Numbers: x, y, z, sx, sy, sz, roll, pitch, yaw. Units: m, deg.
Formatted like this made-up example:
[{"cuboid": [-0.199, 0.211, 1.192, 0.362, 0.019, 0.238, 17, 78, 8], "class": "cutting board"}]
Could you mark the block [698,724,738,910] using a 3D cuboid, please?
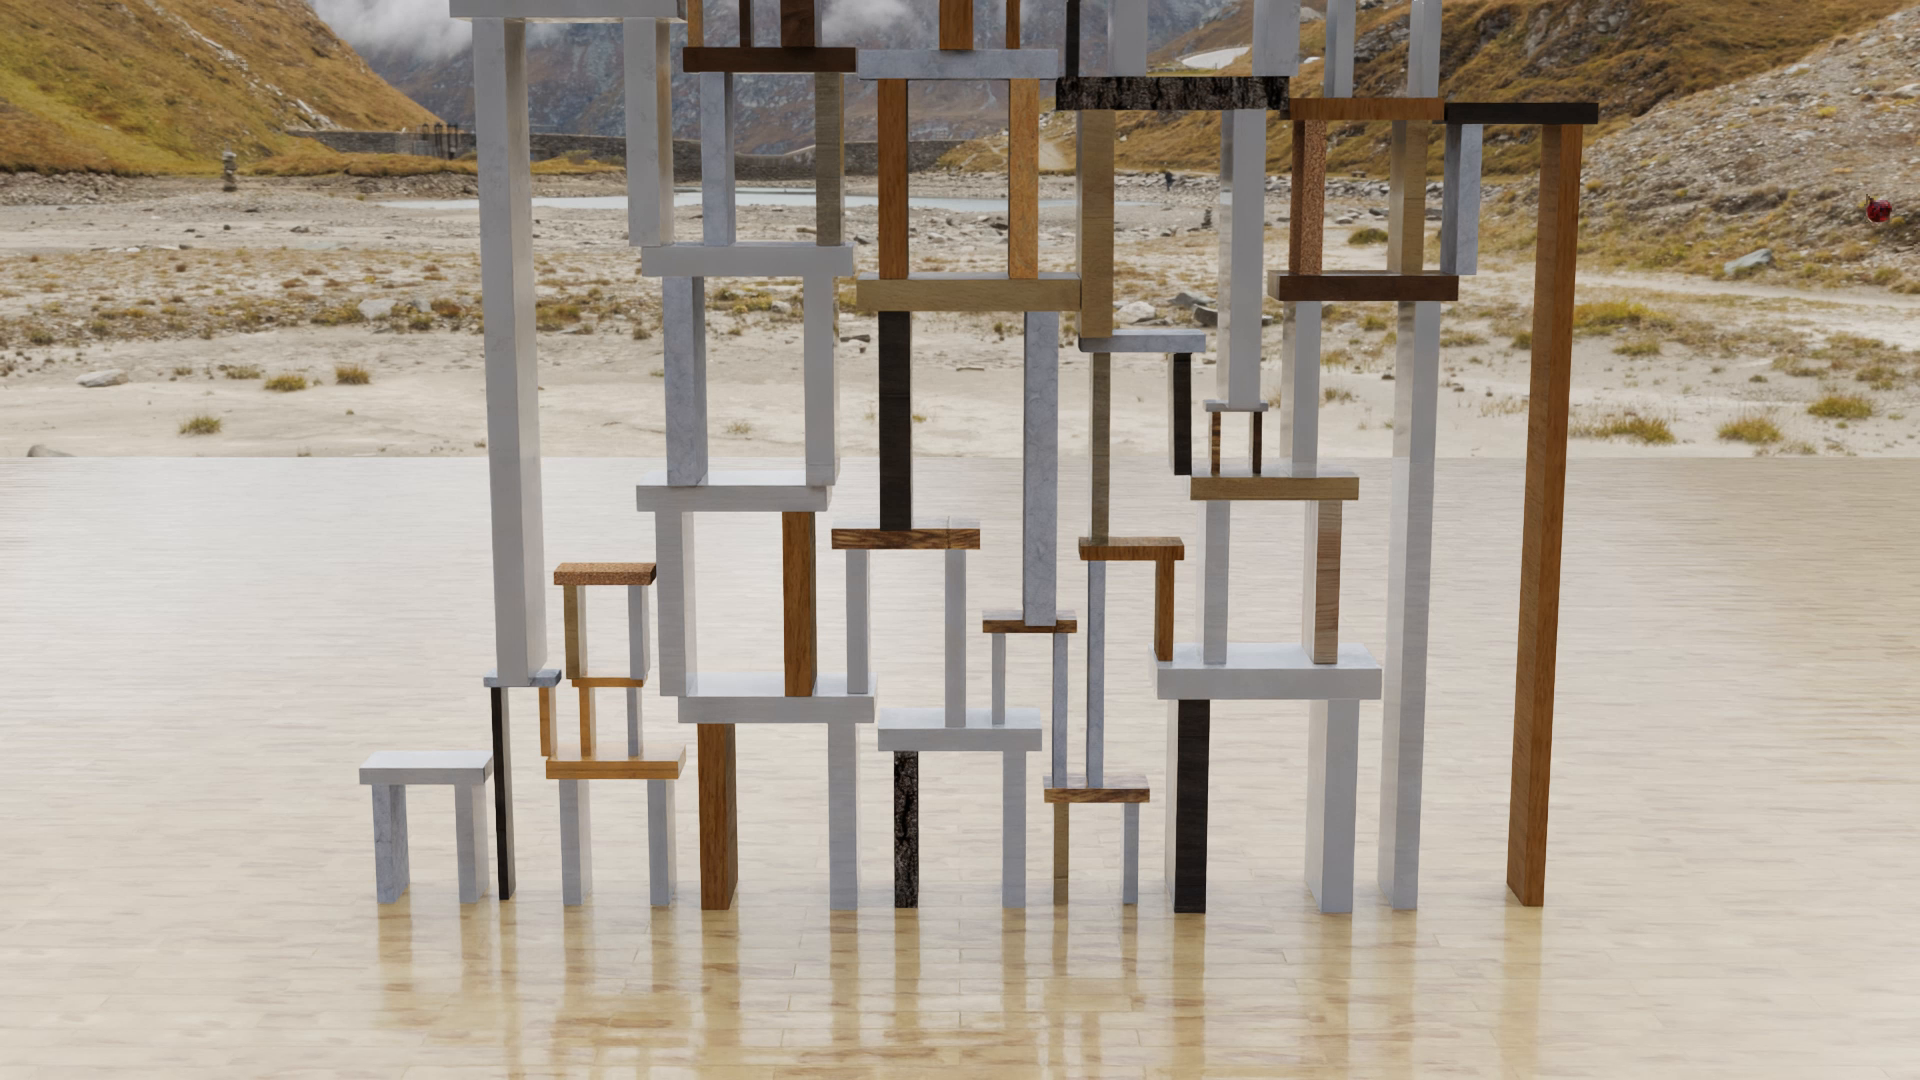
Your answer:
[{"cuboid": [-0.400, 0.435, 3.640, 0.045, 0.315, 0.158, 0, 11, 0], "class": "block"}]

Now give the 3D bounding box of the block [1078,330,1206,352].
[{"cuboid": [0.288, -0.317, 3.504, 0.195, 0.028, 0.098, 0, 11, 0], "class": "block"}]

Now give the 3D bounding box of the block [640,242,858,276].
[{"cuboid": [-0.328, -0.444, 3.473, 0.327, 0.046, 0.163, 0, 11, 0], "class": "block"}]

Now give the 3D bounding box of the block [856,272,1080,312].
[{"cuboid": [0.013, -0.394, 3.488, 0.346, 0.049, 0.173, 0, 11, 0], "class": "block"}]

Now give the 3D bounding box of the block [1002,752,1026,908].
[{"cuboid": [0.089, 0.460, 3.643, 0.038, 0.266, 0.133, 0, 11, 0], "class": "block"}]

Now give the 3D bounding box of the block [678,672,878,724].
[{"cuboid": [-0.295, 0.258, 3.607, 0.315, 0.045, 0.158, 0, 11, 0], "class": "block"}]

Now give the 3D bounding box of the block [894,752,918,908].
[{"cuboid": [-0.089, 0.460, 3.643, 0.038, 0.266, 0.133, 0, 11, 0], "class": "block"}]

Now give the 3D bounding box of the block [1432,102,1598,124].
[{"cuboid": [0.864, -0.665, 3.432, 0.230, 0.033, 0.115, 0, 11, 0], "class": "block"}]

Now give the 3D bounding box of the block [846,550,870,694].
[{"cuboid": [-0.165, 0.121, 3.579, 0.034, 0.237, 0.118, 0, 11, 0], "class": "block"}]

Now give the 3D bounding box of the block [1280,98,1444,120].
[{"cuboid": [0.626, -0.673, 3.438, 0.237, 0.034, 0.118, 0, 11, 0], "class": "block"}]

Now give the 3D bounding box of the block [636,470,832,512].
[{"cuboid": [-0.360, -0.079, 3.541, 0.301, 0.043, 0.150, 0, 11, 0], "class": "block"}]

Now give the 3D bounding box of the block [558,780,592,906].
[{"cuboid": [-0.637, 0.485, 3.646, 0.030, 0.215, 0.108, 0, 11, 0], "class": "block"}]

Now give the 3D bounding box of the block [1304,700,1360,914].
[{"cuboid": [0.613, 0.414, 3.633, 0.051, 0.358, 0.179, 0, 11, 0], "class": "block"}]

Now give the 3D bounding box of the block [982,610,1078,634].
[{"cuboid": [0.113, 0.132, 3.581, 0.152, 0.022, 0.076, 0, 11, 0], "class": "block"}]

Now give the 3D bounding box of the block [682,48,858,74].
[{"cuboid": [-0.291, -0.746, 3.422, 0.264, 0.037, 0.132, 0, 11, 0], "class": "block"}]

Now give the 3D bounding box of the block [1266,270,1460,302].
[{"cuboid": [0.635, -0.403, 3.480, 0.278, 0.039, 0.139, 0, 11, 0], "class": "block"}]

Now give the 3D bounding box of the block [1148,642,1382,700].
[{"cuboid": [0.494, 0.213, 3.596, 0.358, 0.051, 0.179, 0, 11, 0], "class": "block"}]

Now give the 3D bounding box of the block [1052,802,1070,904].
[{"cuboid": [0.166, 0.506, 3.650, 0.024, 0.172, 0.086, 0, 11, 0], "class": "block"}]

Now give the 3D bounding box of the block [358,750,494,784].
[{"cuboid": [-0.878, 0.376, 3.634, 0.203, 0.029, 0.101, 0, 11, 0], "class": "block"}]

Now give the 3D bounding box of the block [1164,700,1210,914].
[{"cuboid": [0.374, 0.414, 3.633, 0.051, 0.358, 0.179, 0, 11, 0], "class": "block"}]

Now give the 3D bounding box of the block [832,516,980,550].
[{"cuboid": [-0.086, -0.012, 3.554, 0.237, 0.034, 0.118, 0, 11, 0], "class": "block"}]

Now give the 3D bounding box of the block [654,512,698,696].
[{"cuboid": [-0.460, 0.089, 3.572, 0.043, 0.301, 0.150, 0, 11, 0], "class": "block"}]

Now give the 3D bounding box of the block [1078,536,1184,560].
[{"cuboid": [0.277, 0.014, 3.560, 0.166, 0.023, 0.083, 0, 11, 0], "class": "block"}]

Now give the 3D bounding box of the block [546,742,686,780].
[{"cuboid": [-0.565, 0.364, 3.624, 0.215, 0.030, 0.108, 0, 11, 0], "class": "block"}]

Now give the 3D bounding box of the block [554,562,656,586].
[{"cuboid": [-0.574, 0.055, 3.567, 0.156, 0.022, 0.078, 0, 11, 0], "class": "block"}]

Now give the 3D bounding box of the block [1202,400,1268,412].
[{"cuboid": [0.440, -0.215, 3.520, 0.099, 0.014, 0.049, 0, 11, 0], "class": "block"}]

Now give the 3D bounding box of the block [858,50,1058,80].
[{"cuboid": [-0.003, -0.738, 3.418, 0.304, 0.043, 0.152, 0, 11, 0], "class": "block"}]

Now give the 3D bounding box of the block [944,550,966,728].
[{"cuboid": [-0.007, 0.148, 3.584, 0.034, 0.293, 0.118, 0, 11, 0], "class": "block"}]

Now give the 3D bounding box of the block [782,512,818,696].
[{"cuboid": [-0.260, 0.089, 3.572, 0.043, 0.301, 0.150, 0, 11, 0], "class": "block"}]

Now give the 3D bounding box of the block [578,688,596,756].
[{"cuboid": [-0.612, 0.291, 3.615, 0.016, 0.116, 0.058, 0, 11, 0], "class": "block"}]

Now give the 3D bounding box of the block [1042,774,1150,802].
[{"cuboid": [0.224, 0.410, 3.632, 0.172, 0.024, 0.086, 0, 11, 0], "class": "block"}]

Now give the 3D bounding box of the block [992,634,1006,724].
[{"cuboid": [0.063, 0.218, 3.596, 0.022, 0.152, 0.076, 0, 11, 0], "class": "block"}]

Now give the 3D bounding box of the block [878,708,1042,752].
[{"cuboid": [0.000, 0.311, 3.615, 0.266, 0.038, 0.133, 0, 11, 0], "class": "block"}]

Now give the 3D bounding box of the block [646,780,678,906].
[{"cuboid": [-0.494, 0.485, 3.646, 0.030, 0.215, 0.108, 0, 11, 0], "class": "block"}]

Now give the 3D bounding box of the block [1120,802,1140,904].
[{"cuboid": [0.281, 0.506, 3.650, 0.024, 0.172, 0.086, 0, 11, 0], "class": "block"}]

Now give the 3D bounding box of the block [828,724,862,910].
[{"cuboid": [-0.190, 0.435, 3.640, 0.045, 0.315, 0.158, 0, 11, 0], "class": "block"}]

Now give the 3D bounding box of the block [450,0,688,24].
[{"cuboid": [-0.599, -0.829, 3.404, 0.344, 0.049, 0.172, 0, 11, 0], "class": "block"}]

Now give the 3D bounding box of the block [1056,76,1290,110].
[{"cuboid": [0.326, -0.695, 3.425, 0.347, 0.049, 0.174, 0, 11, 0], "class": "block"}]

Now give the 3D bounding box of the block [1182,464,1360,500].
[{"cuboid": [0.498, -0.093, 3.544, 0.266, 0.038, 0.133, 0, 11, 0], "class": "block"}]

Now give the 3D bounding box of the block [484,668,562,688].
[{"cuboid": [-0.716, 0.226, 3.600, 0.117, 0.017, 0.059, 0, 11, 0], "class": "block"}]

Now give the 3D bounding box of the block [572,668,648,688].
[{"cuboid": [-0.573, 0.226, 3.603, 0.116, 0.016, 0.058, 0, 11, 0], "class": "block"}]

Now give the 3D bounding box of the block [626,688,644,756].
[{"cuboid": [-0.535, 0.291, 3.615, 0.016, 0.116, 0.058, 0, 11, 0], "class": "block"}]
